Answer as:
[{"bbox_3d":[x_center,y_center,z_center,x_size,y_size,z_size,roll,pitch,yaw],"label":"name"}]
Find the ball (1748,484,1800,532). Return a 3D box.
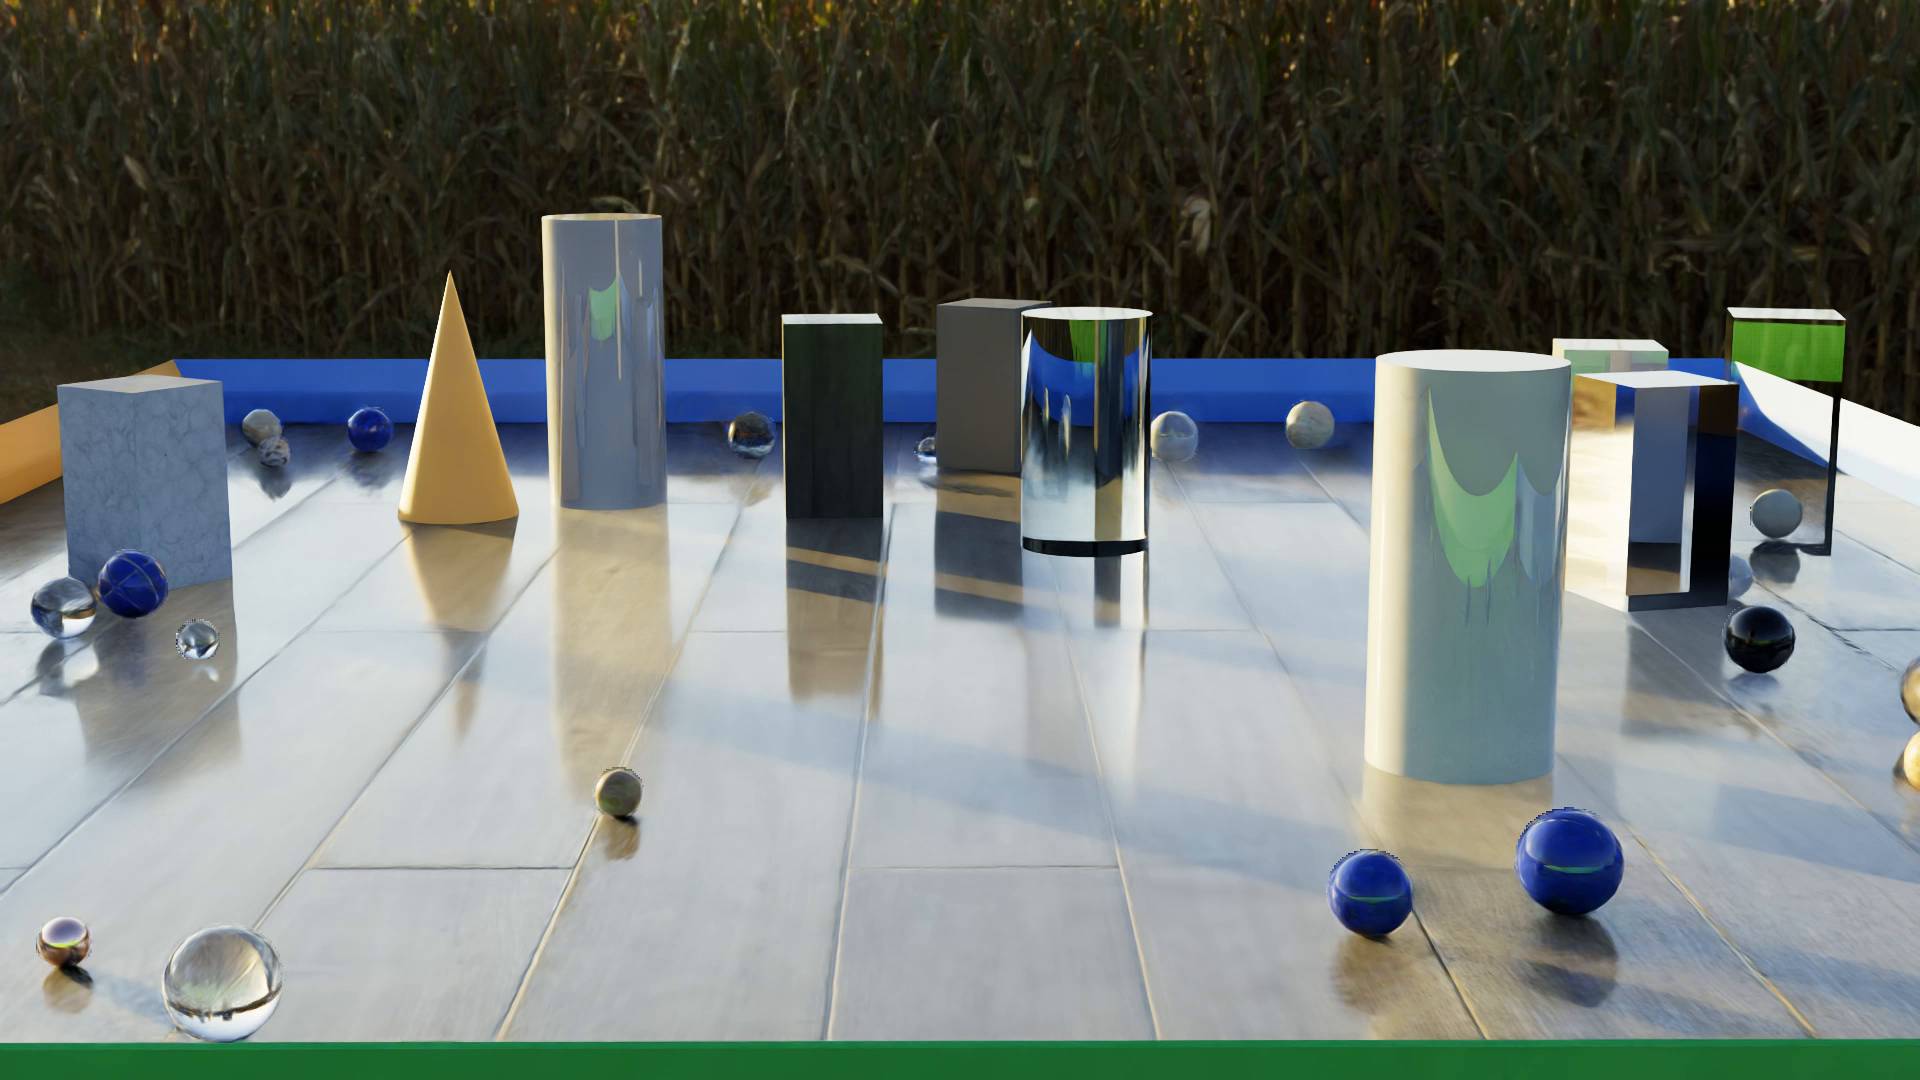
[{"bbox_3d":[1.284,-0.051,4.049,0.077,0.077,0.077,0,10,0],"label":"ball"}]

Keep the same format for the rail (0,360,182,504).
[{"bbox_3d":[-1.586,0.035,3.440,0.045,0.129,3.761,0,10,0],"label":"rail"}]

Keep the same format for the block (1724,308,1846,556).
[{"bbox_3d":[1.248,-0.167,3.912,0.159,0.357,0.159,2,11,13],"label":"block"}]

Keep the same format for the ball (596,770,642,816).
[{"bbox_3d":[-0.335,0.249,2.518,0.046,0.046,0.046,0,10,0],"label":"ball"}]

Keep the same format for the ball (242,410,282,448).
[{"bbox_3d":[-1.345,-0.214,4.939,0.075,0.075,0.075,0,10,0],"label":"ball"}]

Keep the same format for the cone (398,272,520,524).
[{"bbox_3d":[-0.825,-0.241,4.187,0.198,0.402,0.198,0,10,0],"label":"cone"}]

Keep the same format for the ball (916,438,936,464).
[{"bbox_3d":[-0.055,-0.164,4.739,0.050,0.050,0.050,0,10,0],"label":"ball"}]

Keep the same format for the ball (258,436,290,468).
[{"bbox_3d":[-1.254,-0.159,4.689,0.058,0.058,0.058,0,10,0],"label":"ball"}]

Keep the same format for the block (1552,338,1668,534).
[{"bbox_3d":[1.027,-0.166,4.083,0.159,0.291,0.159,1,11,7],"label":"block"}]

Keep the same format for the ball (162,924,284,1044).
[{"bbox_3d":[-0.556,0.335,1.935,0.088,0.088,0.088,0,10,0],"label":"ball"}]

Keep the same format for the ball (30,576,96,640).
[{"bbox_3d":[-1.152,0.087,3.296,0.080,0.080,0.080,0,10,0],"label":"ball"}]

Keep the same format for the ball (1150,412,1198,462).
[{"bbox_3d":[0.396,-0.192,4.763,0.095,0.095,0.095,0,10,0],"label":"ball"}]

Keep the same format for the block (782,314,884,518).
[{"bbox_3d":[-0.211,-0.206,4.228,0.159,0.318,0.159,-1,11,-5],"label":"block"}]

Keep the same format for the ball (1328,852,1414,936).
[{"bbox_3d":[0.348,0.300,2.173,0.071,0.071,0.071,0,10,0],"label":"ball"}]

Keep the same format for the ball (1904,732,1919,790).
[{"bbox_3d":[0.988,0.223,2.579,0.075,0.075,0.075,0,10,0],"label":"ball"}]

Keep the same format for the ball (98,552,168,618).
[{"bbox_3d":[-1.104,0.059,3.422,0.089,0.089,0.089,0,10,0],"label":"ball"}]

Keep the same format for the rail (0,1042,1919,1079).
[{"bbox_3d":[0.011,0.371,1.623,3.219,0.129,0.045,0,10,0],"label":"rail"}]

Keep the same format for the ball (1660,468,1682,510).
[{"bbox_3d":[1.158,-0.084,4.249,0.071,0.071,0.071,0,10,0],"label":"ball"}]

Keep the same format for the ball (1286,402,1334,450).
[{"bbox_3d":[0.671,-0.220,4.919,0.093,0.093,0.093,0,10,0],"label":"ball"}]

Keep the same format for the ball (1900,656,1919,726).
[{"bbox_3d":[1.085,0.166,2.817,0.099,0.099,0.099,0,10,0],"label":"ball"}]

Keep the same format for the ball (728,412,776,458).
[{"bbox_3d":[-0.390,-0.196,4.807,0.088,0.088,0.088,0,10,0],"label":"ball"}]

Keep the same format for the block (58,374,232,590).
[{"bbox_3d":[-1.160,-0.082,3.655,0.159,0.283,0.159,7,12,32],"label":"block"}]

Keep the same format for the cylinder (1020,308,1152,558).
[{"bbox_3d":[0.192,-0.168,3.913,0.198,0.357,0.198,0,10,0],"label":"cylinder"}]

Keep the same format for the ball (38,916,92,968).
[{"bbox_3d":[-0.732,0.329,2.098,0.041,0.041,0.041,0,10,0],"label":"ball"}]

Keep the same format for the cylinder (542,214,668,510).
[{"bbox_3d":[-0.595,-0.302,4.308,0.198,0.478,0.198,0,10,0],"label":"cylinder"}]

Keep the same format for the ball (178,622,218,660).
[{"bbox_3d":[-0.945,0.125,3.181,0.047,0.047,0.047,0,10,0],"label":"ball"}]

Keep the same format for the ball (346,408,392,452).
[{"bbox_3d":[-1.125,-0.209,4.887,0.084,0.084,0.084,0,10,0],"label":"ball"}]

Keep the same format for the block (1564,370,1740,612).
[{"bbox_3d":[0.950,-0.070,3.530,0.159,0.304,0.159,-3,11,-16],"label":"block"}]

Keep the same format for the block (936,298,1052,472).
[{"bbox_3d":[0.063,-0.287,4.720,0.159,0.298,0.159,5,12,26],"label":"block"}]

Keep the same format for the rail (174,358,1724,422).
[{"bbox_3d":[-0.011,-0.305,5.274,3.219,0.129,0.045,0,10,0],"label":"rail"}]

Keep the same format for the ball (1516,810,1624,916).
[{"bbox_3d":[0.530,0.280,2.226,0.091,0.091,0.091,0,10,0],"label":"ball"}]

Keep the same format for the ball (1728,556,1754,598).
[{"bbox_3d":[1.066,0.051,3.548,0.060,0.060,0.060,0,10,0],"label":"ball"}]

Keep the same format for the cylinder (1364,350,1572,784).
[{"bbox_3d":[0.530,0.024,2.690,0.198,0.426,0.198,0,10,0],"label":"cylinder"}]

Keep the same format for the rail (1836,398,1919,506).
[{"bbox_3d":[1.586,0.031,3.458,0.045,0.129,3.761,0,10,0],"label":"rail"}]

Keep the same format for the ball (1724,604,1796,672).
[{"bbox_3d":[0.970,0.120,3.113,0.083,0.083,0.083,0,10,0],"label":"ball"}]
